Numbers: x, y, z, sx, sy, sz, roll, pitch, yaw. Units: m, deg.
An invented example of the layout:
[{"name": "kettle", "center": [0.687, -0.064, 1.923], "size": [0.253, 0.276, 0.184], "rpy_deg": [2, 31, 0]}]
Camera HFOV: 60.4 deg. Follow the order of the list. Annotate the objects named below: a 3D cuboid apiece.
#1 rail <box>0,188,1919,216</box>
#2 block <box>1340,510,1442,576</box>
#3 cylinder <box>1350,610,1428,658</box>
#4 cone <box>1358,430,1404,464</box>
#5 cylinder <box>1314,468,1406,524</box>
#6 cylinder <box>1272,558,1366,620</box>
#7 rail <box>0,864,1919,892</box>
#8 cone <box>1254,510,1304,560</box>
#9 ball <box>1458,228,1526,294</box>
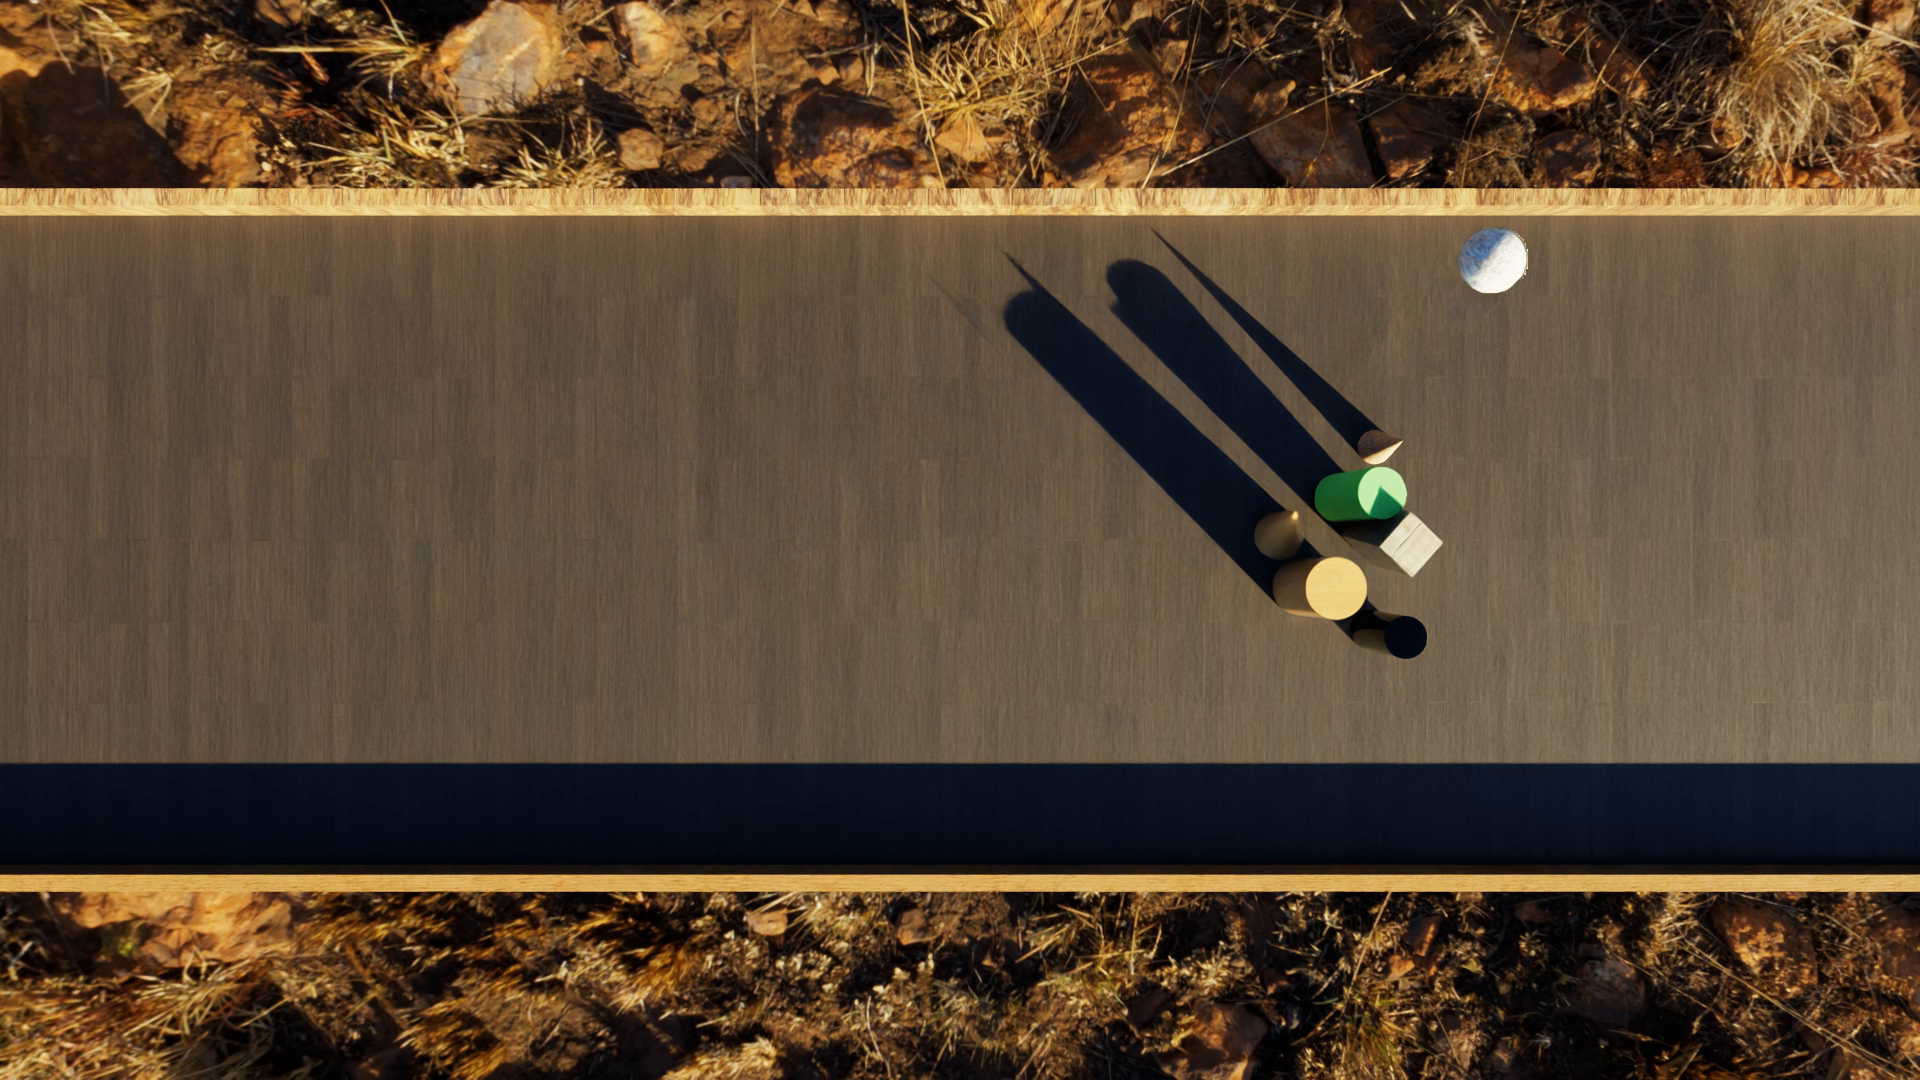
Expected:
[{"name": "rail", "center": [-2.247, -1.025, 5.002], "size": [12.000, 0.150, 0.050], "rpy_deg": [0, 90, 0]}, {"name": "block", "center": [1.278, -0.004, 4.903], "size": [0.134, 0.331, 0.134], "rpy_deg": [42, 90, -9]}, {"name": "cylinder", "center": [1.261, 0.276, 4.870], "size": [0.122, 0.412, 0.122], "rpy_deg": [0, 90, 0]}, {"name": "cone", "center": [1.276, -0.286, 4.910], "size": [0.105, 0.332, 0.105], "rpy_deg": [0, 90, 0]}, {"name": "cylinder", "center": [1.189, -0.132, 4.914], "size": [0.151, 0.300, 0.151], "rpy_deg": [0, 88, -12]}, {"name": "cylinder", "center": [1.058, 0.141, 4.879], "size": [0.177, 0.386, 0.177], "rpy_deg": [0, 89, -3]}, {"name": "rail", "center": [-2.247, 1.025, 5.001], "size": [12.000, 0.150, 0.050], "rpy_deg": [0, 90, 0]}, {"name": "cone", "center": [0.966, -0.049, 4.869], "size": [0.151, 0.393, 0.151], "rpy_deg": [-1, 79, 3]}, {"name": "ball", "center": [1.505, -0.790, 4.662], "size": [0.183, 0.183, 0.183], "rpy_deg": [0, 90, 0]}]
